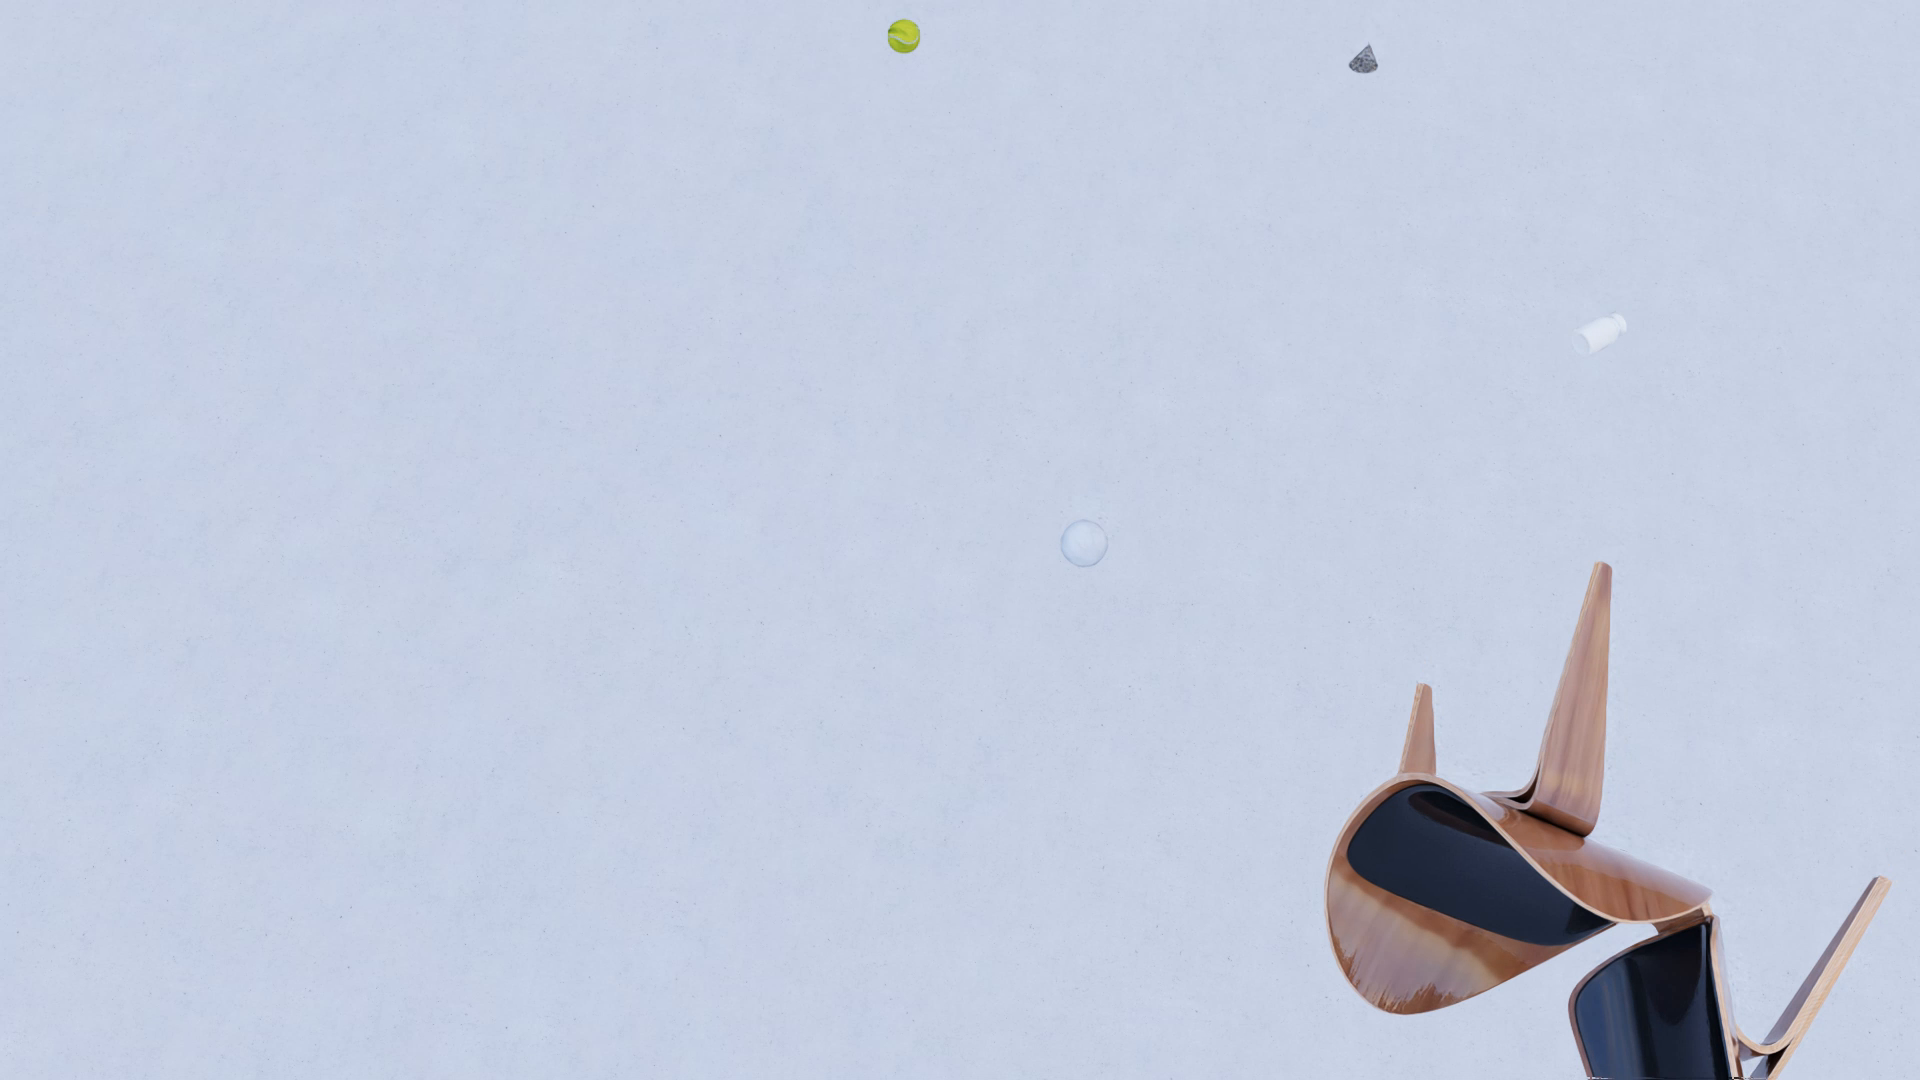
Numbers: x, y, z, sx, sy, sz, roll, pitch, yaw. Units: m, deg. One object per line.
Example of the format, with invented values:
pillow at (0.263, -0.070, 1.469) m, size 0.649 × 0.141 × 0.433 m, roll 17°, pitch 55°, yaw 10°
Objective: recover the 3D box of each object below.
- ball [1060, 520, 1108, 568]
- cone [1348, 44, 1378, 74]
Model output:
ball at (0.229, 0.006, 4.052) m, size 0.087 × 0.087 × 0.087 m, roll 0°, pitch 56°, yaw 0°
cone at (0.846, -1.011, 4.578) m, size 0.062 × 0.047 × 0.063 m, roll 3°, pitch 59°, yaw 29°
